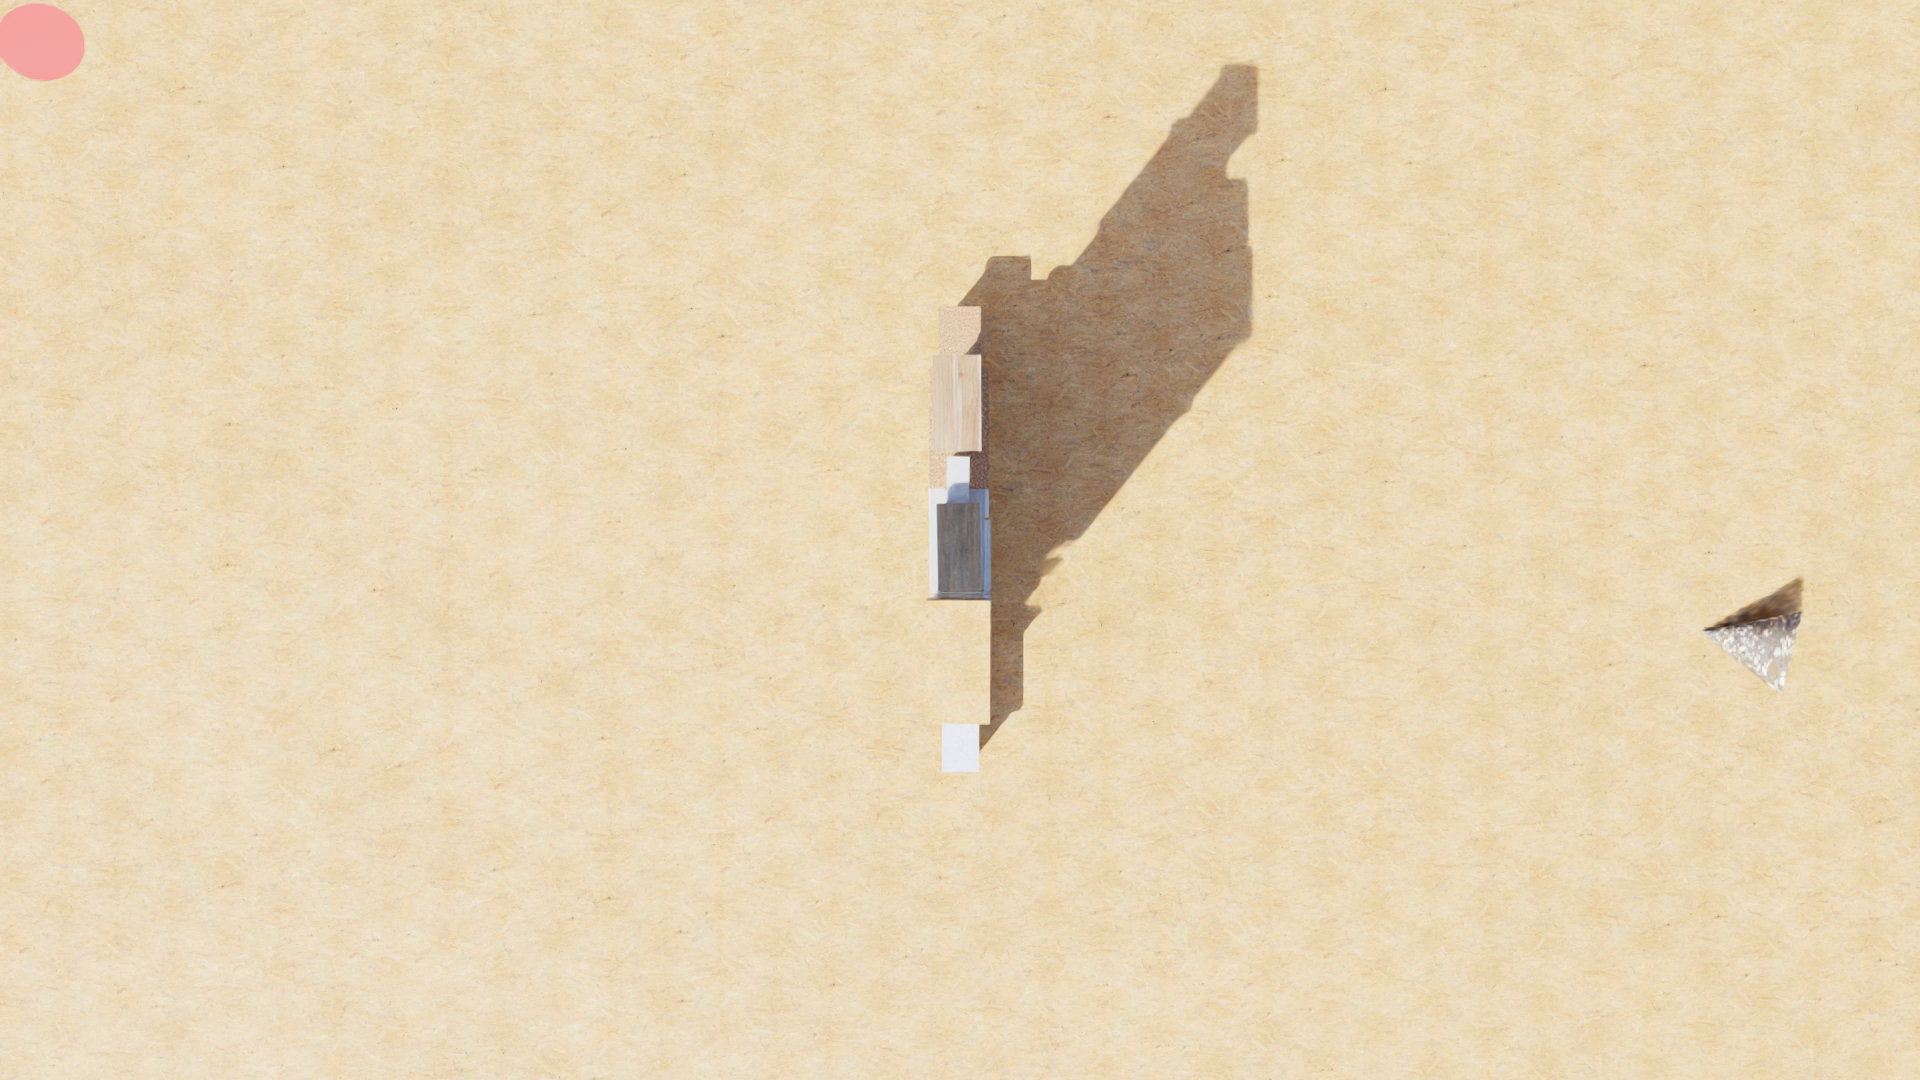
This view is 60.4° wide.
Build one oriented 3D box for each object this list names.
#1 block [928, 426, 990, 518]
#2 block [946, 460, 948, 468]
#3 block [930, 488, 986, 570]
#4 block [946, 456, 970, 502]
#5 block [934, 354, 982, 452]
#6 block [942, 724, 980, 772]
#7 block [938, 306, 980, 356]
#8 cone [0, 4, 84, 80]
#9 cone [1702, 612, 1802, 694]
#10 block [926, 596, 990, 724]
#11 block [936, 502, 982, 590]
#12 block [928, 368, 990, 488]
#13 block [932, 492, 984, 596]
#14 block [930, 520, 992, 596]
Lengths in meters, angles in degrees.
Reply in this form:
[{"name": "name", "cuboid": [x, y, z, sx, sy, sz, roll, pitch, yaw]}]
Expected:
[{"name": "block", "cuboid": [-0.003, -0.239, 4.802, 0.174, 0.049, 0.348, 0, 90, 0]}, {"name": "block", "cuboid": [-0.005, -0.184, 4.043, 0.054, 0.108, 0.015, 0, 90, 0]}, {"name": "block", "cuboid": [-0.006, -0.067, 4.461, 0.148, 0.042, 0.296, 0, 90, 0]}, {"name": "block", "cuboid": [-0.004, -0.147, 3.982, 0.054, 0.015, 0.108, 1, 90, 0]}, {"name": "block", "cuboid": [-0.006, -0.319, 3.858, 0.112, 0.032, 0.223, 0, 90, 0]}, {"name": "block", "cuboid": [0.002, 0.619, 5.249, 0.117, 0.033, 0.234, 0, 90, 0]}, {"name": "block", "cuboid": [-0.001, -0.602, 5.215, 0.133, 0.038, 0.266, 0, 90, 0]}, {"name": "cone", "cuboid": [-2.214, -1.222, 3.945, 0.185, 0.185, 0.185, -45, 50, 0]}, {"name": "cone", "cuboid": [2.590, 0.337, 5.438, 0.278, 0.278, 0.278, 15, 90, 27]}, {"name": "block", "cuboid": [-0.005, 0.287, 3.939, 0.152, 0.043, 0.303, 0, 101, 0]}, {"name": "block", "cuboid": [-0.003, 0.016, 3.914, 0.103, 0.029, 0.207, -1, 90, 0]}, {"name": "block", "cuboid": [-0.003, -0.280, 4.119, 0.150, 0.042, 0.300, 0, 90, 0]}, {"name": "block", "cuboid": [-0.005, 0.011, 4.154, 0.133, 0.038, 0.266, 0, 90, 0]}, {"name": "block", "cuboid": [0.001, 0.119, 4.837, 0.179, 0.051, 0.357, 0, 90, 0]}]
